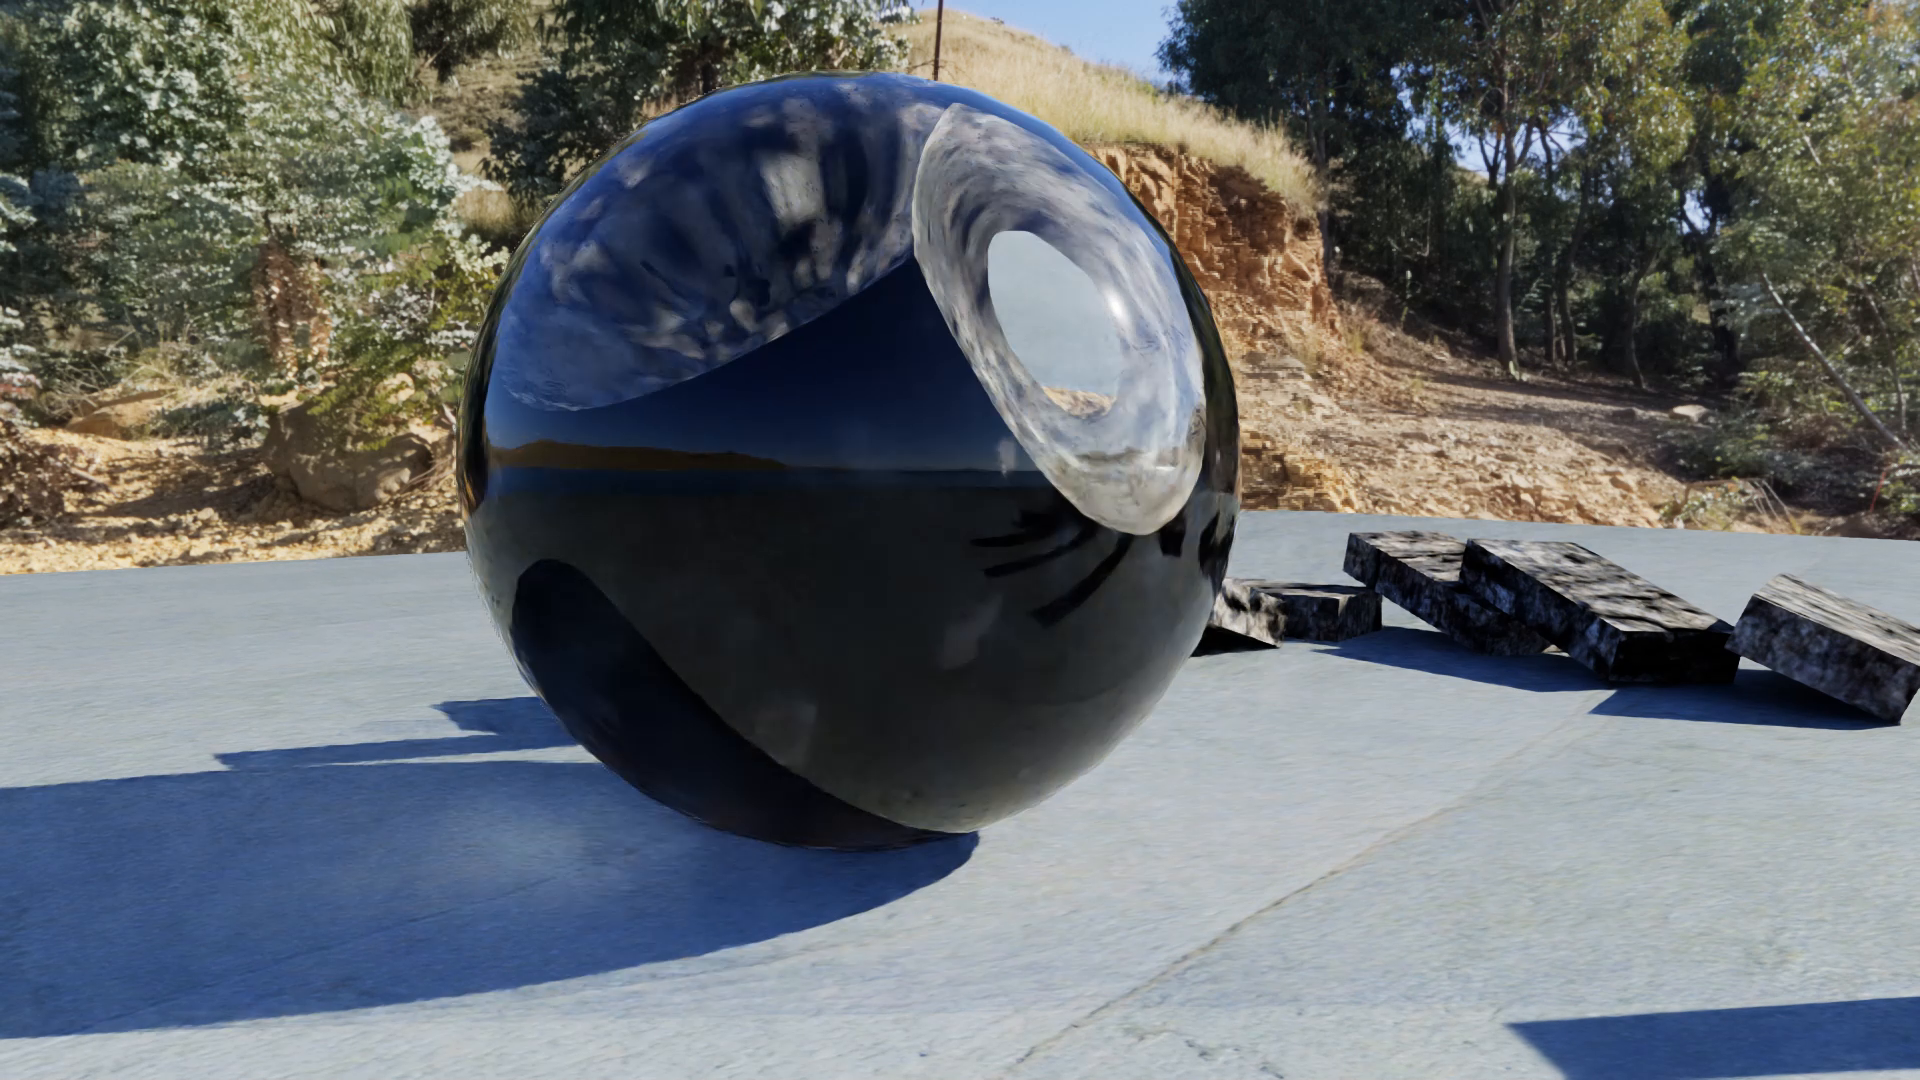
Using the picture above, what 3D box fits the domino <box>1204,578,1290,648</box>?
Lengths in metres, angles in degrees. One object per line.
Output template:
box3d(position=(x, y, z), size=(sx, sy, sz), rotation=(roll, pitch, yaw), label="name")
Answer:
box3d(position=(0.042, 0.011, 0.263), size=(0.050, 0.010, 0.025), rotation=(19, -8, -38), label="domino")

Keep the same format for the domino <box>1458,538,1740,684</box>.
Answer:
box3d(position=(0.122, 0.013, 0.248), size=(0.025, 0.010, 0.050), rotation=(2, 18, -10), label="domino")

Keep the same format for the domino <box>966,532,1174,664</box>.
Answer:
box3d(position=(0.015, 0.011, 0.242), size=(0.050, 0.010, 0.025), rotation=(24, -13, -40), label="domino")

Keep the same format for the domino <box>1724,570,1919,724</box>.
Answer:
box3d(position=(0.149, 0.017, 0.219), size=(0.025, 0.010, 0.050), rotation=(30, 21, 32), label="domino")

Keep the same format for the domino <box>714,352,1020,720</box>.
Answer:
box3d(position=(-0.013, 0.000, 0.190), size=(0.025, 0.050, 0.010), rotation=(-28, 29, -2), label="domino")

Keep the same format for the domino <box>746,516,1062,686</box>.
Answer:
box3d(position=(-0.009, 0.008, 0.217), size=(0.050, 0.009, 0.025), rotation=(36, -20, -30), label="domino")

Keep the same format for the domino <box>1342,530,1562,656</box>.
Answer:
box3d(position=(0.109, 0.011, 0.281), size=(0.025, 0.009, 0.050), rotation=(-1, 19, -18), label="domino")

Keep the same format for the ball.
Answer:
box3d(position=(-0.011, -0.008, 0.137), size=(0.080, 0.080, 0.080), rotation=(0, 4, 0), label="ball")

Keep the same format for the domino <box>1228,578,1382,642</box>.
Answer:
box3d(position=(0.070, 0.015, 0.300), size=(0.050, 0.010, 0.025), rotation=(3, 5, 39), label="domino")
